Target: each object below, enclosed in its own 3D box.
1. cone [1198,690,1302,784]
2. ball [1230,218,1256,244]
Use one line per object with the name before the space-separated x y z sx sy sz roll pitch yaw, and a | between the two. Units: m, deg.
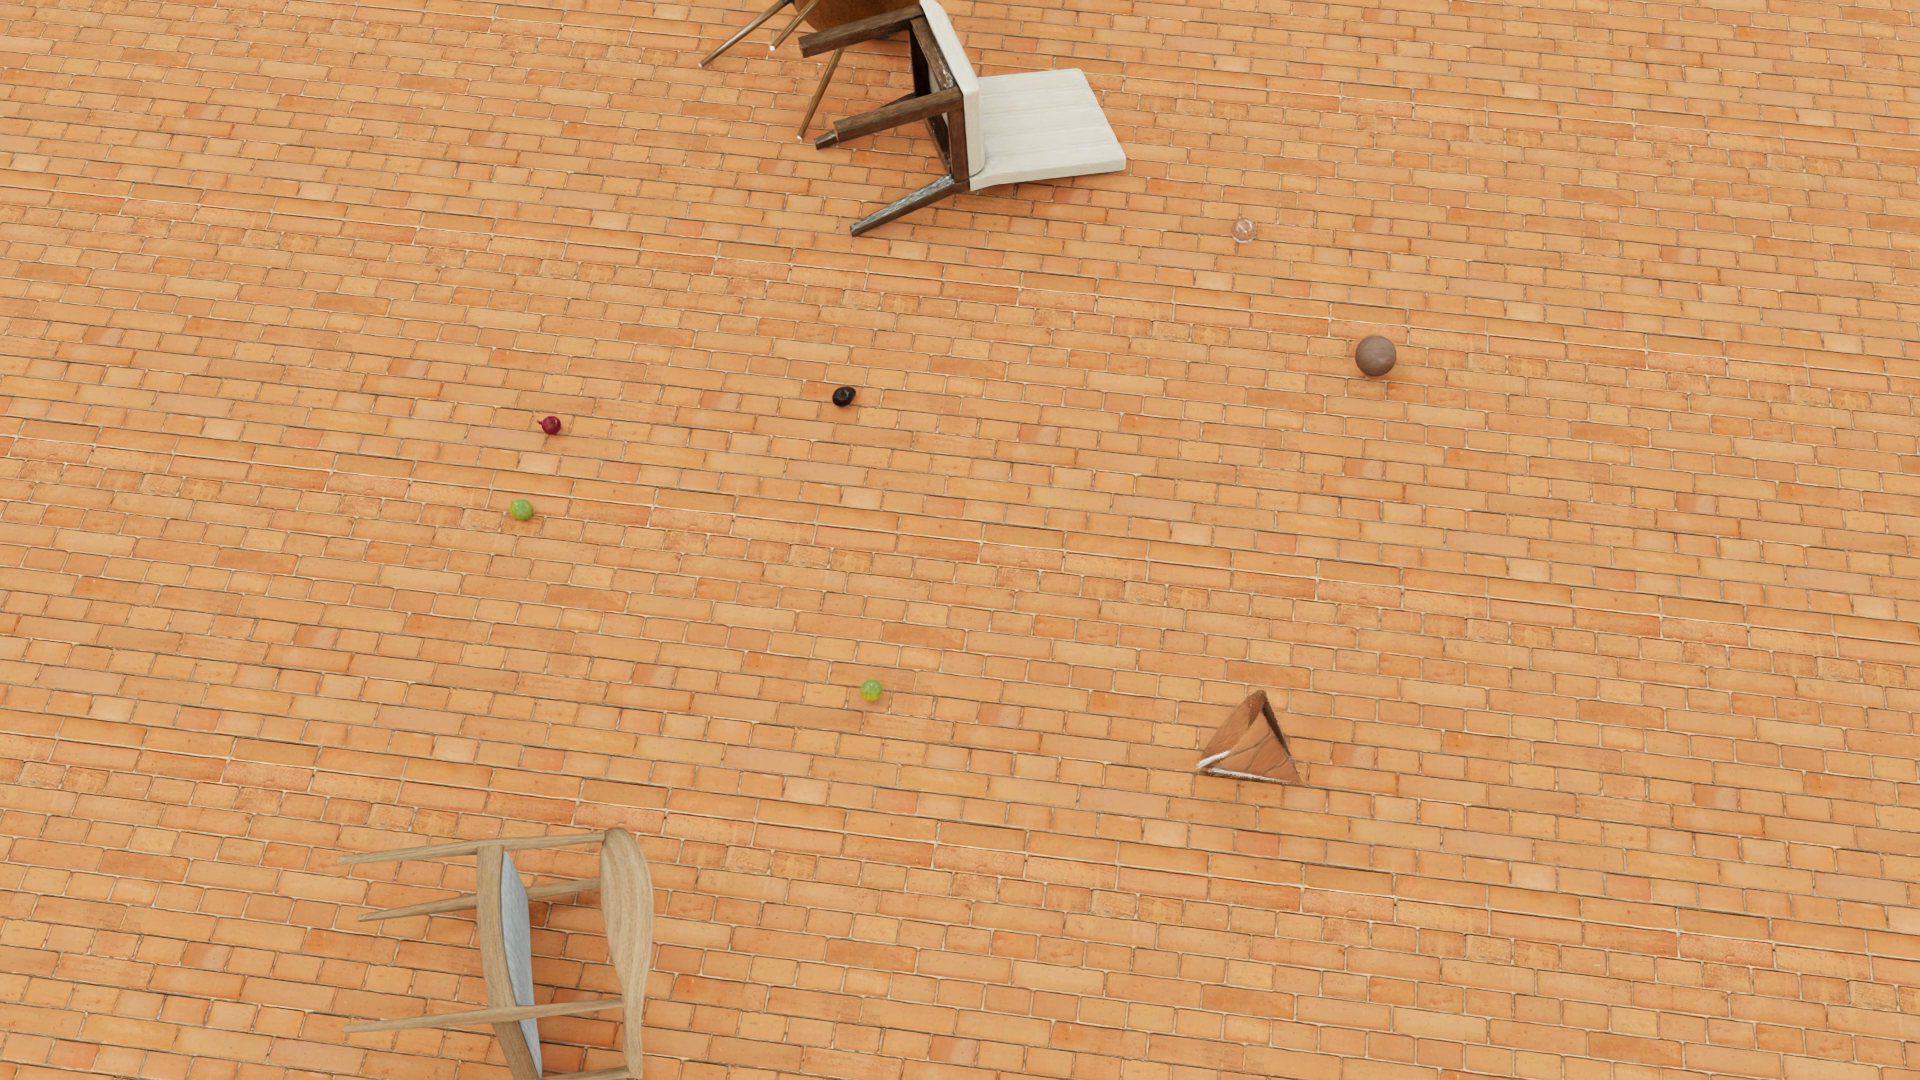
cone | 0.852 0.603 6.100 0.254 0.290 0.223 37 16 -9
ball | 0.929 -1.014 7.205 0.083 0.083 0.083 0 56 0
